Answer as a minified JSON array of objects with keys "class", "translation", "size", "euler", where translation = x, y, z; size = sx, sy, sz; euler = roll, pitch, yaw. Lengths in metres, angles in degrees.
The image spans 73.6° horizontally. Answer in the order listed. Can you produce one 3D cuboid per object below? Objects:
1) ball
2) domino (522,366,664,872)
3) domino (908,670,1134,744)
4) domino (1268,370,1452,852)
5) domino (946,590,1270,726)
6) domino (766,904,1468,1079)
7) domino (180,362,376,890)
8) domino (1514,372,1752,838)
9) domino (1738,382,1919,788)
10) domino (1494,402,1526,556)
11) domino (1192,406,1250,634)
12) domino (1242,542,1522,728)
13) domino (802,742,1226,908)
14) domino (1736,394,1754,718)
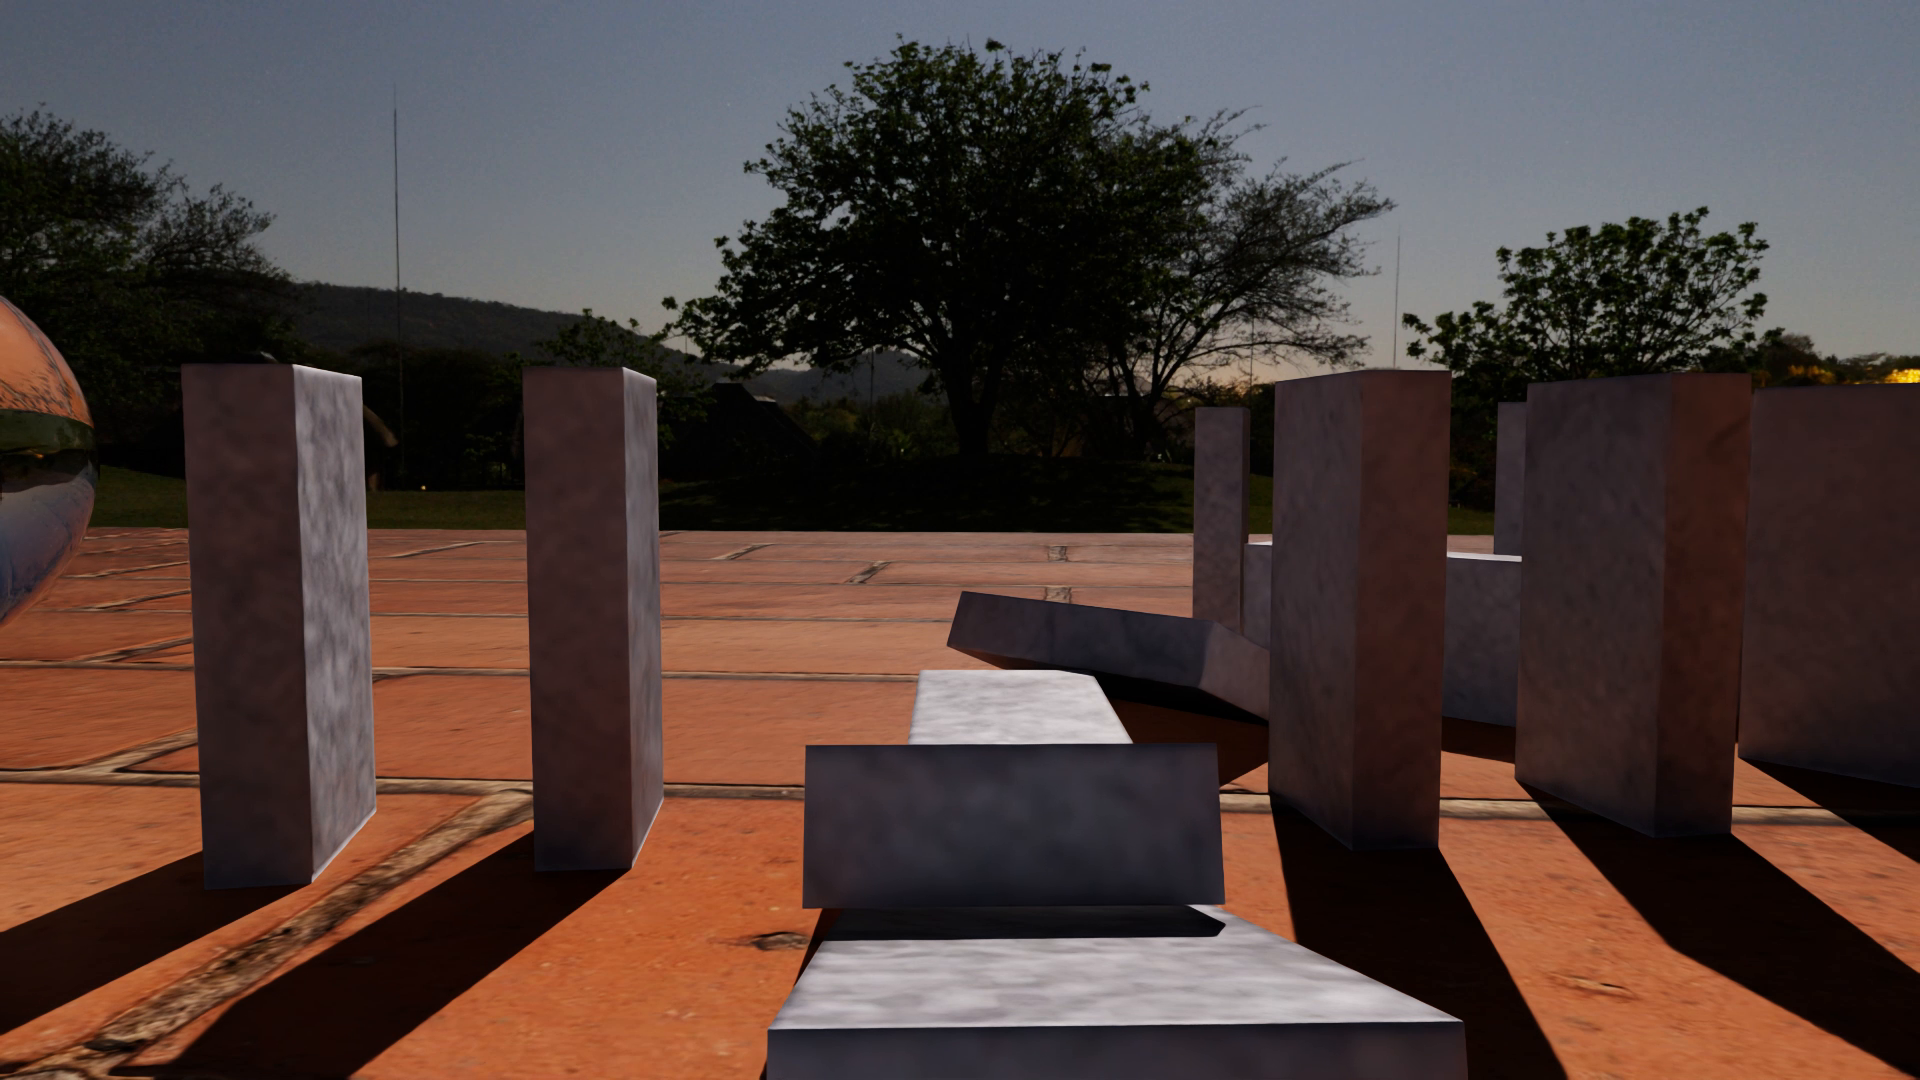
[{"class":"ball","translation":[-0.201,-0.015,0.228],"size":[0.080,0.080,0.080],"euler":[0,4,0]},{"class":"domino","translation":[-0.039,0.007,0.139],"size":[0.010,0.050,0.025],"euler":[0,4,-6]},{"class":"domino","translation":[0.007,0.026,0.163],"size":[0.025,0.009,0.050],"euler":[0,4,0]},{"class":"domino","translation":[0.044,0.007,0.145],"size":[0.010,0.050,0.025],"euler":[-1,4,-7]},{"class":"domino","translation":[0.025,0.018,0.201],"size":[0.050,0.010,0.025],"euler":[4,-16,46]},{"class":"domino","translation":[0.005,0.026,0.070],"size":[0.025,0.009,0.050],"euler":[0,-10,-1]},{"class":"domino","translation":[-0.070,0.008,0.134],"size":[0.010,0.050,0.025],"euler":[-1,4,-11]},{"class":"domino","translation":[0.077,0.006,0.150],"size":[0.009,0.050,0.025],"euler":[-1,4,-10]},{"class":"domino","translation":[0.117,0.005,0.166],"size":[0.010,0.050,0.025],"euler":[-3,6,-39]},{"class":"domino","translation":[0.109,0.000,0.238],"size":[0.025,0.050,0.009],"euler":[-4,6,-42]},{"class":"domino","translation":[0.056,-0.003,0.274],"size":[0.009,0.050,0.025],"euler":[1,4,16]},{"class":"domino","translation":[0.071,0.014,0.212],"size":[0.010,0.025,0.050],"euler":[-4,6,-44]},{"class":"domino","translation":[0.002,0.023,0.101],"size":[0.025,0.009,0.050],"euler":[0,-13,-2]},{"class":"domino","translation":[0.129,0.002,0.206],"size":[0.025,0.050,0.010],"euler":[-1,5,-19]}]
